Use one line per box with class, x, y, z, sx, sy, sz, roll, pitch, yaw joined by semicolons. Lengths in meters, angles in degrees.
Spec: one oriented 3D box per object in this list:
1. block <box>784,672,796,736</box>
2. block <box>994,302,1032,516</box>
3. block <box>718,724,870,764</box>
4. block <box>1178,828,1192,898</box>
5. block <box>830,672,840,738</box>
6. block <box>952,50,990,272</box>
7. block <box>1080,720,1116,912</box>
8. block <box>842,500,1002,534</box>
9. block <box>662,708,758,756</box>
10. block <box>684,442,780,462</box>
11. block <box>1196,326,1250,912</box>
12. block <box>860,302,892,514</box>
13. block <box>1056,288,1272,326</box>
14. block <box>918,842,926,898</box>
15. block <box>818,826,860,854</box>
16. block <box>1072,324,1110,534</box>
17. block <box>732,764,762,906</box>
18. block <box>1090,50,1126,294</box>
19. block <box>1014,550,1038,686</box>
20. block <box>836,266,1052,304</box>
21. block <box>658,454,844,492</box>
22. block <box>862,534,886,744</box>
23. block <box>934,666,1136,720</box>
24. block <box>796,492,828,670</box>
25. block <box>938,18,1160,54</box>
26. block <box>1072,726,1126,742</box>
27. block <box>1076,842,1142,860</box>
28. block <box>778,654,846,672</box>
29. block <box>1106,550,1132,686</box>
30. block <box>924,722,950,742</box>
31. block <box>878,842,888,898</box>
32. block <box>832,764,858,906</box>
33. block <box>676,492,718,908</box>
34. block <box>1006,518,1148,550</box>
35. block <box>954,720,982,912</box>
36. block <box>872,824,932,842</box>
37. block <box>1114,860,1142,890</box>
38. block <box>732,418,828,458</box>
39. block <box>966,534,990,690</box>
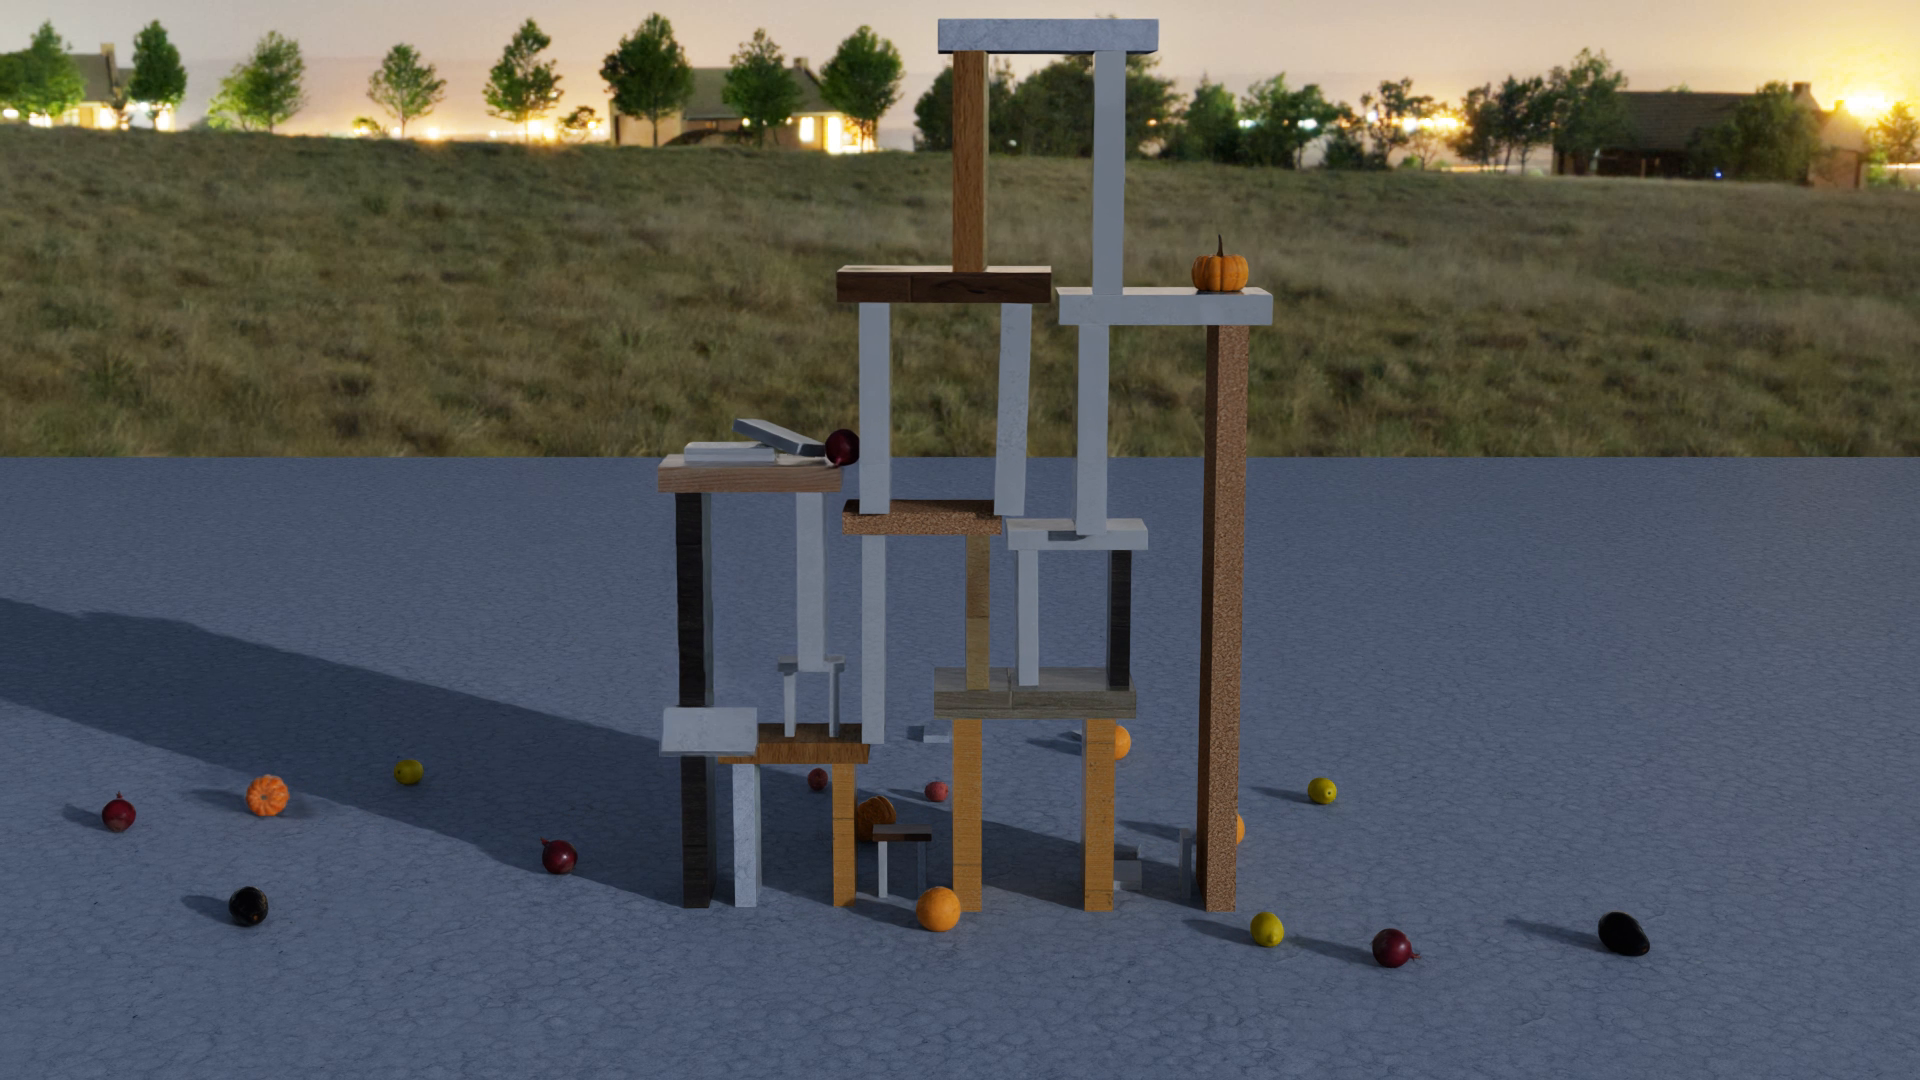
block;-0.279;0.263;3.610;0.015;0.109;0.054;0;11;0
block;0.085;-0.217;3.504;0.047;0.332;0.166;2;11;1
block;-0.271;0.334;3.619;0.243;0.034;0.122;0;11;0
block;0.375;0.538;3.661;0.015;0.105;0.053;0;11;0
block;-0.205;0.263;3.609;0.015;0.109;0.054;0;11;-1
block;0.017;-0.592;3.441;0.047;0.334;0.167;1;11;3
block;0.227;0.431;3.636;0.046;0.324;0.162;0;11;0
block;-0.059;-0.037;3.543;0.252;0.036;0.126;0;11;1
block;-0.388;0.297;3.411;0.144;0.072;0.020;0;-28;0
block;-0.369;-0.143;3.560;0.144;0.020;0.072;0;11;2
block;0.425;0.121;3.578;0.047;0.955;0.165;0;11;0
block;-0.134;-0.220;3.517;0.047;0.332;0.166;0;11;0
block;0.319;-0.371;3.486;0.330;0.047;0.165;0;11;0
block;-0.063;0.541;3.665;0.014;0.097;0.049;0;11;0
block;-0.216;0.535;3.926;0.052;0.015;0.104;-3;11;-17
block;0.207;-0.186;3.520;0.047;0.330;0.165;0;11;0
block;-0.352;0.471;3.645;0.034;0.243;0.122;0;11;0
block;0.232;-0.577;3.454;0.047;0.369;0.167;0;11;2
block;0.108;0.115;3.587;0.032;0.223;0.112;-1;11;-2
block;-0.022;-0.405;3.476;0.332;0.047;0.166;0;10;2
block;-0.333;-0.108;3.537;0.288;0.041;0.144;0;11;-1
block;-0.139;0.149;3.584;0.036;0.344;0.126;0;11;0
block;0.120;0.250;3.601;0.324;0.046;0.162;0;11;0
block;-0.239;0.053;3.568;0.041;0.288;0.144;0;11;0
block;0.133;-0.781;3.413;0.334;0.047;0.167;0;11;-1
block;0.291;0.407;4.616;0.104;0.015;0.052;-6;12;-31
block;0.262;0.545;3.870;0.105;0.015;0.053;2;11;13
block;-0.242;0.202;3.598;0.109;0.015;0.054;0;11;1
block;0.259;0.116;3.586;0.032;0.223;0.112;0;11;1
block;-0.049;0.405;4.626;0.052;0.015;0.104;0;11;1
block;-0.128;0.541;3.665;0.014;0.097;0.049;0;11;0
block;-0.190;0.471;3.645;0.034;0.243;0.122;0;11;0
block;-0.431;0.251;3.606;0.041;0.690;0.144;0;11;-1
block;0.187;-0.010;3.562;0.223;0.032;0.112;0;11;-1
block;0.012;0.431;3.635;0.046;0.324;0.162;0;11;0
block;-0.096;0.487;3.655;0.097;0.014;0.049;0;11;0
block;0.282;0.569;3.739;0.053;0.015;0.105;1;11;4
block;-0.293;-0.166;3.574;0.144;0.020;0.072;22;13;34
block;0.028;0.104;3.569;0.036;0.252;0.126;0;11;-1
